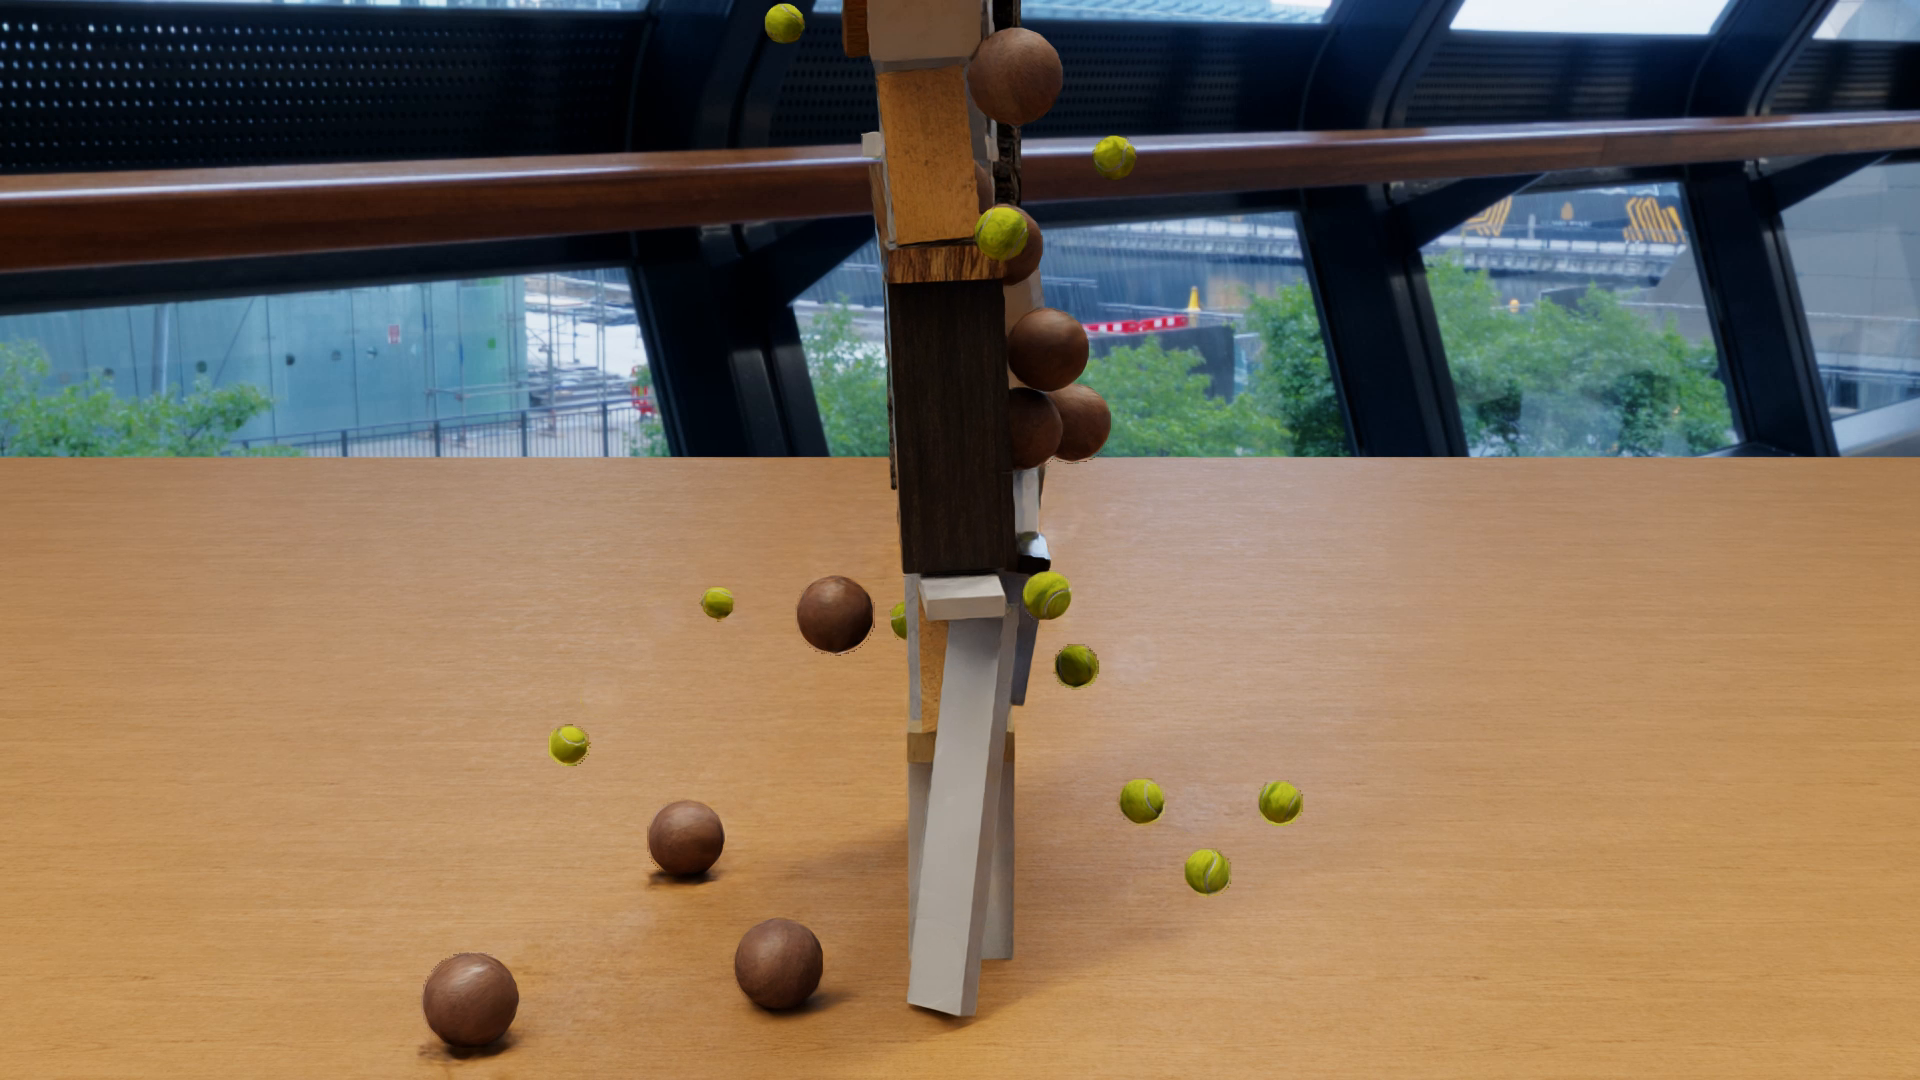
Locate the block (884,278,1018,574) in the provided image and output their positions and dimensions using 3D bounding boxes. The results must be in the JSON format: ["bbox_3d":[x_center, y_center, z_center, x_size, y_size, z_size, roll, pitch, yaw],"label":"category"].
[{"bbox_3d":[-0.012,-0.165,3.165,0.165,0.416,0.047,-4,8,-6],"label":"block"}]

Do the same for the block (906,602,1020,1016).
[{"bbox_3d":[0.005,0.382,3.183,0.031,0.589,0.111,10,-6,-44],"label":"block"}]

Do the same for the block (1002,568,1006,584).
[{"bbox_3d":[0.002,0.029,3.711,0.134,0.038,0.268,-1,10,-2],"label":"block"}]

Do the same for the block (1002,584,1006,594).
[{"bbox_3d":[0.009,0.262,3.658,0.134,0.401,0.038,-1,10,-3],"label":"block"}]

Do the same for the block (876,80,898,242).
[{"bbox_3d":[-0.054,-0.570,3.283,0.120,0.240,0.034,-5,2,-11],"label":"block"}]

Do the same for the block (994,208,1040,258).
[{"bbox_3d":[0.031,-0.526,3.774,0.142,0.040,0.284,2,-1,18],"label":"block"}]

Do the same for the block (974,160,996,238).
[{"bbox_3d":[-0.008,-0.414,3.619,0.133,0.412,0.038,0,8,7],"label":"block"}]

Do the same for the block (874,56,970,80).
[{"bbox_3d":[-0.059,-0.697,3.196,0.120,0.034,0.240,-6,9,-4],"label":"block"}]

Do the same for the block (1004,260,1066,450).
[{"bbox_3d":[0.096,-0.335,3.967,0.142,0.354,0.040,9,36,29],"label":"block"}]

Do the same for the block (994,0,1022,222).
[{"bbox_3d":[0.030,-0.755,3.777,0.144,0.414,0.041,2,5,24],"label":"block"}]

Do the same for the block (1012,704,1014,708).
[{"bbox_3d":[0.048,0.255,4.092,0.117,0.491,0.033,10,11,-2],"label":"block"}]

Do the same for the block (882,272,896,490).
[{"bbox_3d":[-0.028,-0.245,3.365,0.165,0.329,0.047,-2,2,3],"label":"block"}]

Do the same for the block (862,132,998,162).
[{"bbox_3d":[-0.045,-0.629,3.525,0.133,0.038,0.266,1,7,20],"label":"block"}]

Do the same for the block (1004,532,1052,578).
[{"bbox_3d":[0.096,0.017,3.969,0.117,0.033,0.235,9,11,-3],"label":"block"}]

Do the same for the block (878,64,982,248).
[{"bbox_3d":[-0.043,-0.544,3.119,0.120,0.240,0.034,-7,2,-1],"label":"block"}]

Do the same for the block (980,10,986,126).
[{"bbox_3d":[-0.040,-0.799,3.502,0.151,0.301,0.043,0,9,10],"label":"block"}]

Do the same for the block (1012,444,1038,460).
[{"bbox_3d":[0.079,-0.164,4.022,0.085,0.024,0.169,8,6,17],"label":"block"}]

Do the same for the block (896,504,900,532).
[{"bbox_3d":[-0.017,-0.063,3.410,0.148,0.042,0.297,-2,11,1],"label":"block"}]

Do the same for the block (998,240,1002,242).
[{"bbox_3d":[-0.003,-0.364,3.709,0.142,0.283,0.040,1,11,5],"label":"block"}]

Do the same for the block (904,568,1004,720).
[{"bbox_3d":[-0.008,0.122,3.343,0.149,0.297,0.042,-3,11,-2],"label":"block"}]

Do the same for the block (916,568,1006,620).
[{"bbox_3d":[-0.002,0.064,3.195,0.111,0.031,0.221,-3,17,-5],"label":"block"}]

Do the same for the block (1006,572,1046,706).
[{"bbox_3d":[0.074,0.168,3.898,0.117,0.235,0.033,10,4,-6],"label":"block"}]

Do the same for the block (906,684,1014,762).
[{"bbox_3d":[-0.001,0.280,3.443,0.161,0.046,0.322,0,11,-1],"label":"block"}]

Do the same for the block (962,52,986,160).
[{"bbox_3d":[-0.046,-0.746,3.333,0.151,0.342,0.043,-4,9,-5],"label":"block"}]

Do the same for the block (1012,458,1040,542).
[{"bbox_3d":[0.097,-0.070,3.923,0.085,0.024,0.169,-8,51,10],"label":"block"}]

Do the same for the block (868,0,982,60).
[{"bbox_3d":[-0.048,-0.780,2.945,0.154,0.308,0.044,-4,54,-4],"label":"block"}]

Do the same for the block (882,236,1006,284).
[{"bbox_3d":[-0.028,-0.415,3.242,0.165,0.047,0.329,-3,10,-3],"label":"block"}]

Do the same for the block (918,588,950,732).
[{"bbox_3d":[-0.004,0.173,3.275,0.111,0.221,0.031,-2,3,0],"label":"block"}]

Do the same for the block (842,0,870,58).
[{"bbox_3d":[-0.090,-0.831,3.157,0.154,0.308,0.044,-7,55,-8],"label":"block"}]

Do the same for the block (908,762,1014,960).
[{"bbox_3d":[0.002,0.482,3.369,0.161,0.322,0.046,0,10,0],"label":"block"}]

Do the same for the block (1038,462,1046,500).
[{"bbox_3d":[0.106,-0.078,4.043,0.085,0.024,0.169,10,50,0],"label":"block"}]

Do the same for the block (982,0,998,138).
[{"bbox_3d":[-0.018,-0.804,3.604,0.144,0.288,0.041,0,10,14],"label":"block"}]

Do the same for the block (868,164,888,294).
[{"bbox_3d":[-0.062,-0.462,3.455,0.133,0.266,0.038,-7,7,-7],"label":"block"}]
